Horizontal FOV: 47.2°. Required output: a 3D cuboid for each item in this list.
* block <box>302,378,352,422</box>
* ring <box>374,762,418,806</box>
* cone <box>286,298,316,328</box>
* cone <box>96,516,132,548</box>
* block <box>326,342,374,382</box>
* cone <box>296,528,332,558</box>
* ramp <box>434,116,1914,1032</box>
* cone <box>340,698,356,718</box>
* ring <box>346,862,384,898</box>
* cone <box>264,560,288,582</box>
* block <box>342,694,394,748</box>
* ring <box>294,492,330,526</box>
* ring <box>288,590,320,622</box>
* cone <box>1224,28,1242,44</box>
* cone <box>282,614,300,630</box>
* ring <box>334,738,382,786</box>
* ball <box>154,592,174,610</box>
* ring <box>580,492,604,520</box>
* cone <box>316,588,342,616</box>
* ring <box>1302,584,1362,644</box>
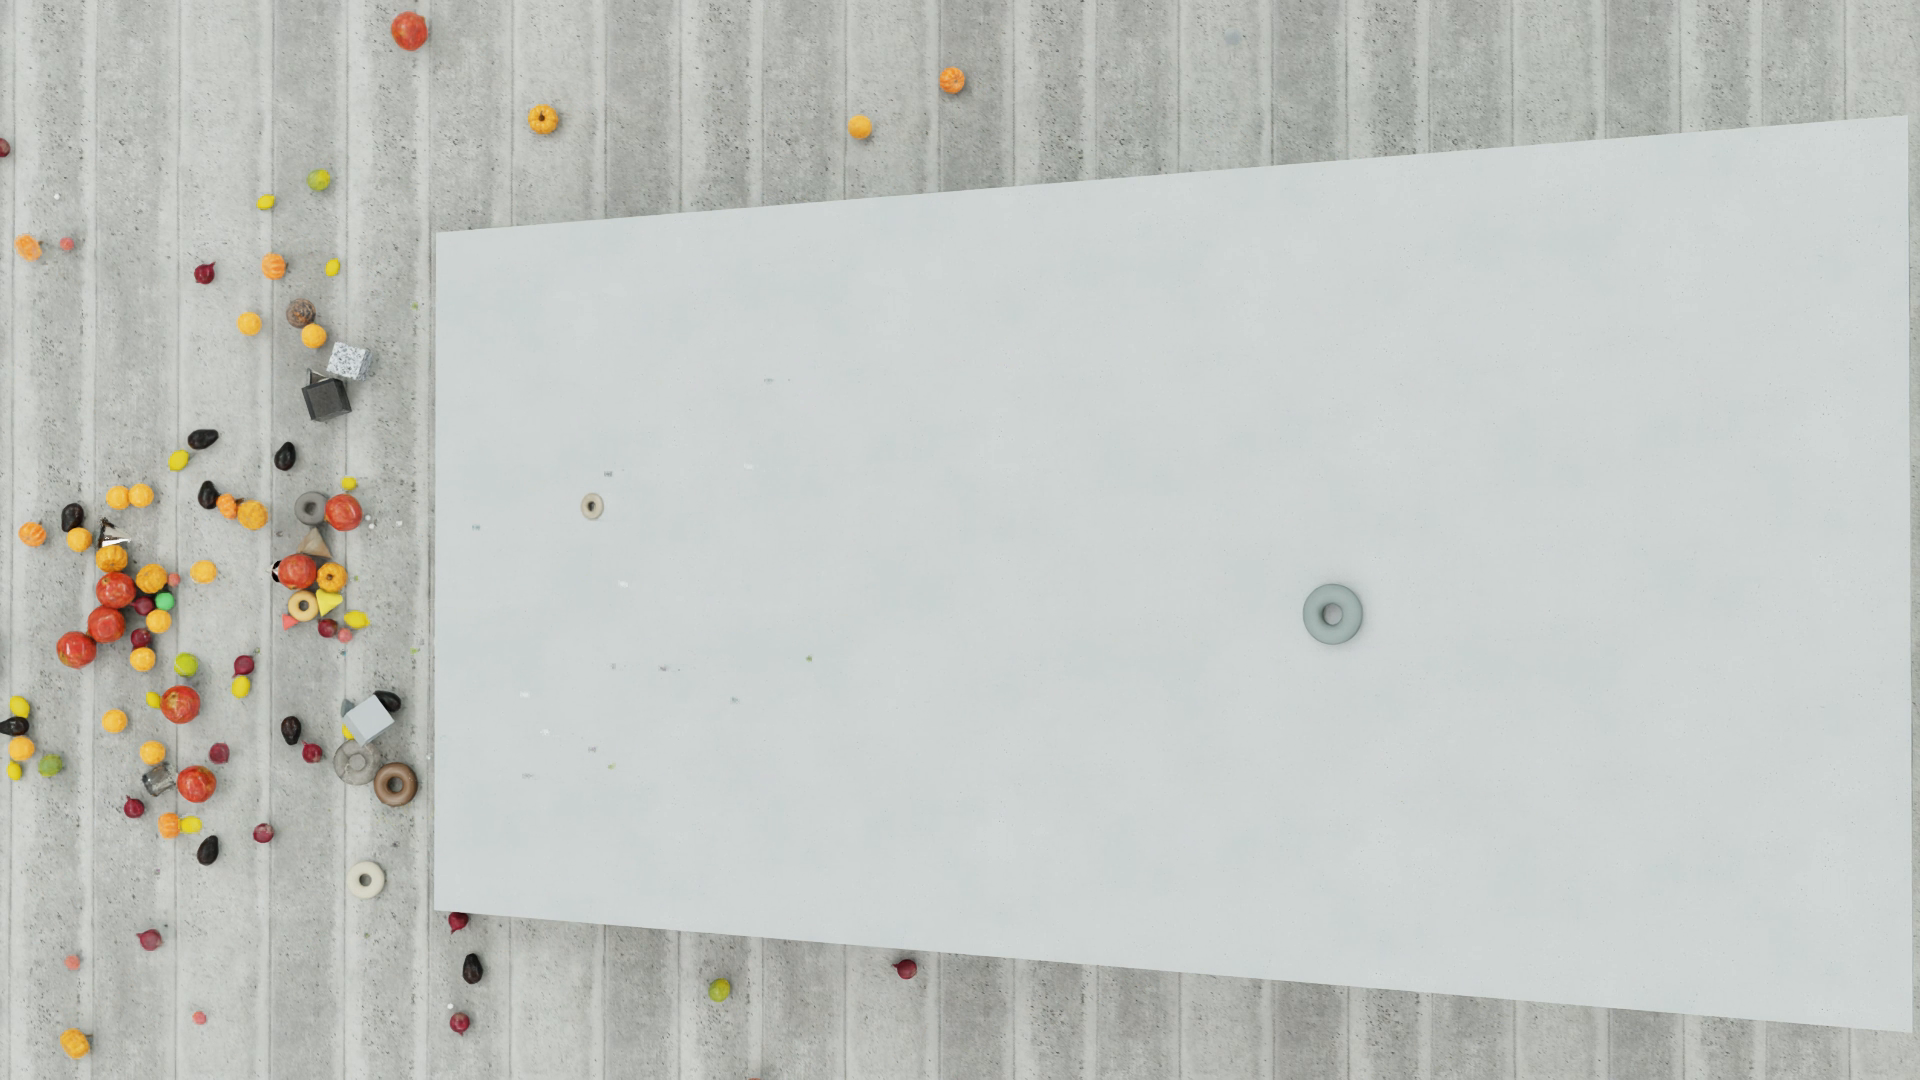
[{"bbox_3d":[-1.883,-0.416,6.540,0.099,0.099,0.099,-18,89,0],"label":"block"},{"bbox_3d":[-1.682,0.729,6.555,0.134,0.045,0.134,0,90,1],"label":"ring"},{"bbox_3d":[-1.976,-0.679,6.547,0.091,0.091,0.091,0,89,0],"label":"cone"},{"bbox_3d":[-2.518,-0.014,6.563,0.099,0.099,0.099,12,89,-26],"label":"cone"},{"bbox_3d":[-1.815,-0.530,6.545,0.093,0.093,0.093,17,89,0],"label":"block"},{"bbox_3d":[-1.911,0.028,6.563,0.095,0.095,0.095,40,89,-26],"label":"cone"},{"bbox_3d":[0.282,0.082,5.689,4.000,0.100,2.000,0,89,25],"label":"ramp"},{"bbox_3d":[-1.812,0.505,6.566,0.059,0.059,0.059,10,89,-27],"label":"cone"},{"bbox_3d":[-1.772,1.013,6.555,0.113,0.038,0.113,0,89,-1],"label":"ring"},{"bbox_3d":[-2.057,0.090,6.569,0.067,0.067,0.067,7,89,27],"label":"cone"},{"bbox_3d":[-1.753,0.536,6.511,0.100,0.100,0.100,-36,89,-29],"label":"block"},{"bbox_3d":[-1.936,-0.094,6.569,0.104,0.035,0.104,0,88,1],"label":"ring"},{"bbox_3d":[-1.959,0.196,6.567,0.095,0.032,0.095,0,90,1],"label":"ring"},{"bbox_3d":[0.818,-1.513,6.576,0.052,0.052,0.052,0,89,0],"label":"cone"},{"bbox_3d":[-1.993,0.242,6.571,0.052,0.052,0.052,-6,89,-27],"label":"cone"},{"bbox_3d":[-1.796,0.662,6.554,0.142,0.047,0.142,0,90,-1],"label":"ring"},{"bbox_3d":[-2.371,0.182,6.556,0.054,0.054,0.054,0,89,0],"label":"ball"},{"bbox_3d":[-1.044,-0.096,6.244,0.076,0.025,0.076,-1,88,26],"label":"ring"},{"bbox_3d":[-1.894,0.199,6.565,0.080,0.080,0.080,28,116,0],"label":"cone"},{"bbox_3d":[0.900,0.179,5.315,0.149,0.050,0.149,-1,88,26],"label":"ring"}]
